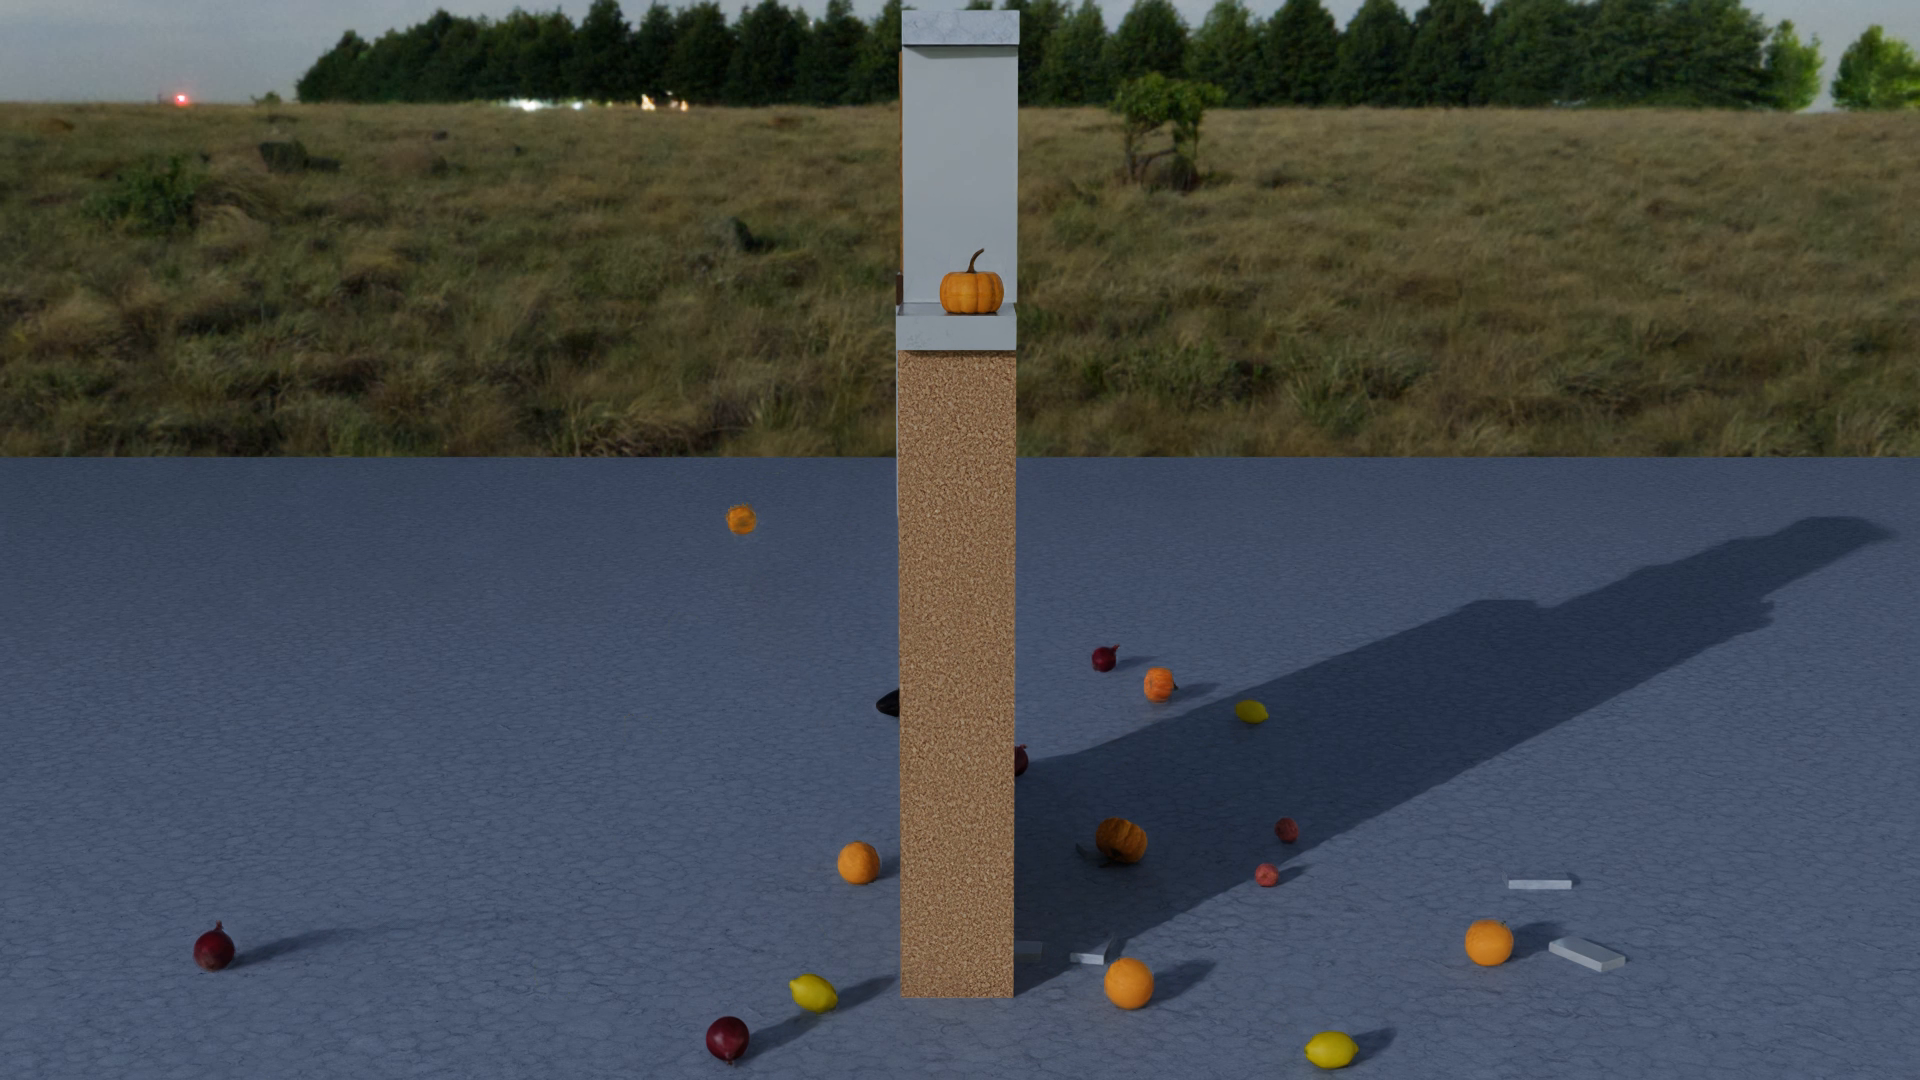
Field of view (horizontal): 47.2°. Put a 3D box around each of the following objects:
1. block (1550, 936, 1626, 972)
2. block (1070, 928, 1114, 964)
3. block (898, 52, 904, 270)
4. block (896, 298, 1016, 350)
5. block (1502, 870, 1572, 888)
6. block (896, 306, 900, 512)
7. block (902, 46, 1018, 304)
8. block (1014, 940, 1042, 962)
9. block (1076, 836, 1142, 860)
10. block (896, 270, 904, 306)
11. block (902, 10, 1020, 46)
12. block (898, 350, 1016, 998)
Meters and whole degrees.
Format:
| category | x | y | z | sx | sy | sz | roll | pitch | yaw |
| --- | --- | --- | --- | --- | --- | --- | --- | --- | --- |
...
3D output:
| category | x | y | z | sx | sy | sz | roll | pitch | yaw |
| --- | --- | --- | --- | --- | --- | --- | --- | --- | --- |
| block | 0.964 | 0.636 | 3.382 | 0.052 | 0.015 | 0.104 | -6 | 12 | -31 |
| block | 0.206 | 0.631 | 3.410 | 0.053 | 0.015 | 0.105 | 2 | 11 | 13 |
| block | -0.009 | -0.590 | 3.428 | 0.167 | 0.334 | 0.047 | 1 | 11 | 3 |
| block | -0.005 | -0.314 | 3.177 | 0.165 | 0.047 | 0.330 | 0 | 11 | 0 |
| block | 0.974 | 0.574 | 3.717 | 0.104 | 0.015 | 0.052 | 0 | 11 | 1 |
| block | -0.015 | -0.204 | 3.434 | 0.166 | 0.332 | 0.047 | 0 | 13 | 2 |
| block | 0.001 | -0.534 | 3.222 | 0.167 | 0.369 | 0.047 | 0 | 11 | 2 |
| block | 0.072 | 0.634 | 3.391 | 0.105 | 0.015 | 0.053 | 1 | 11 | 4 |
| block | 0.262 | 0.543 | 3.880 | 0.104 | 0.015 | 0.052 | -3 | 11 | -17 |
| block | -0.008 | -0.410 | 3.504 | 0.166 | 0.047 | 0.332 | 0 | 11 | 2 |
| block | -0.002 | -0.756 | 3.278 | 0.167 | 0.047 | 0.334 | 0 | 11 | -1 |
| block | -0.004 | 0.198 | 3.164 | 0.165 | 0.955 | 0.047 | 0 | 11 | 0 |
